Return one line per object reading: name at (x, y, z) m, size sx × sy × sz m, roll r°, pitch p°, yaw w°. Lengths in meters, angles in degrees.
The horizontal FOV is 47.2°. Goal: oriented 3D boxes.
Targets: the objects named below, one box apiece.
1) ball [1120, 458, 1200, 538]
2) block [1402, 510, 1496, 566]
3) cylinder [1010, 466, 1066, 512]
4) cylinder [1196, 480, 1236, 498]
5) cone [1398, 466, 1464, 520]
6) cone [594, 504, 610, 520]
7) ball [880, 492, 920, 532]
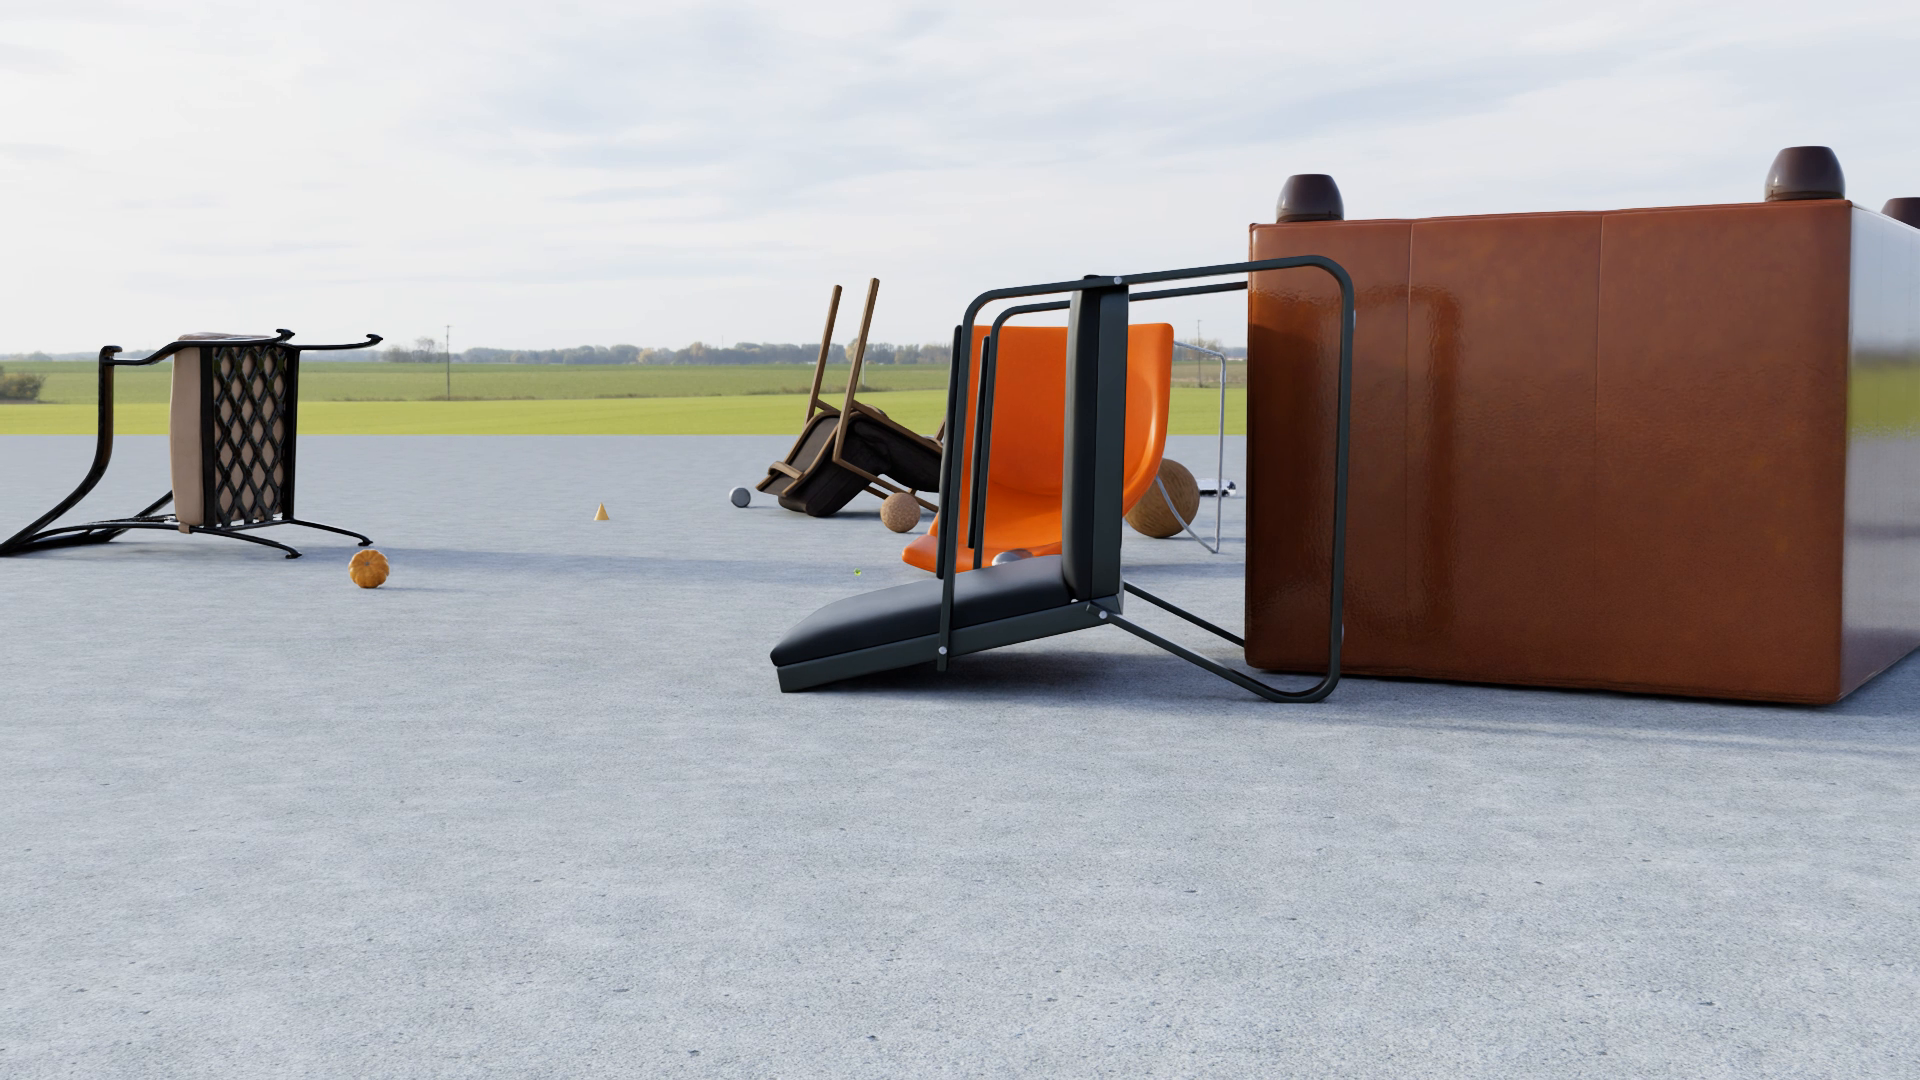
ball at (0.601, -0.127, 6.626) m, size 0.242 × 0.242 × 0.242 m, roll 0°, pitch 4°, yaw 0°
block at (1.273, -0.006, 5.746) m, size 0.212 × 0.121 × 0.315 m, roll 1°, pitch 4°, yaw 8°
cylinder at (0.285, -0.187, 8.024) m, size 0.164 × 0.171 × 0.162 m, roll -1°, pitch 27°, yaw -17°
cylinder at (1.034, -0.215, 9.155) m, size 0.176 × 0.072 × 0.192 m, roll -1°, pitch 3°, yaw -11°
cone at (1.622, -0.163, 7.533) m, size 0.194 × 0.189 × 0.264 m, roll -4°, pitch 6°, yaw -45°
cone at (-1.231, -0.100, 7.555) m, size 0.051 × 0.062 × 0.057 m, roll 1°, pitch 4°, yaw 17°
ball at (-0.186, -0.085, 6.873) m, size 0.126 × 0.126 × 0.126 m, roll 0°, pitch 4°, yaw 0°
